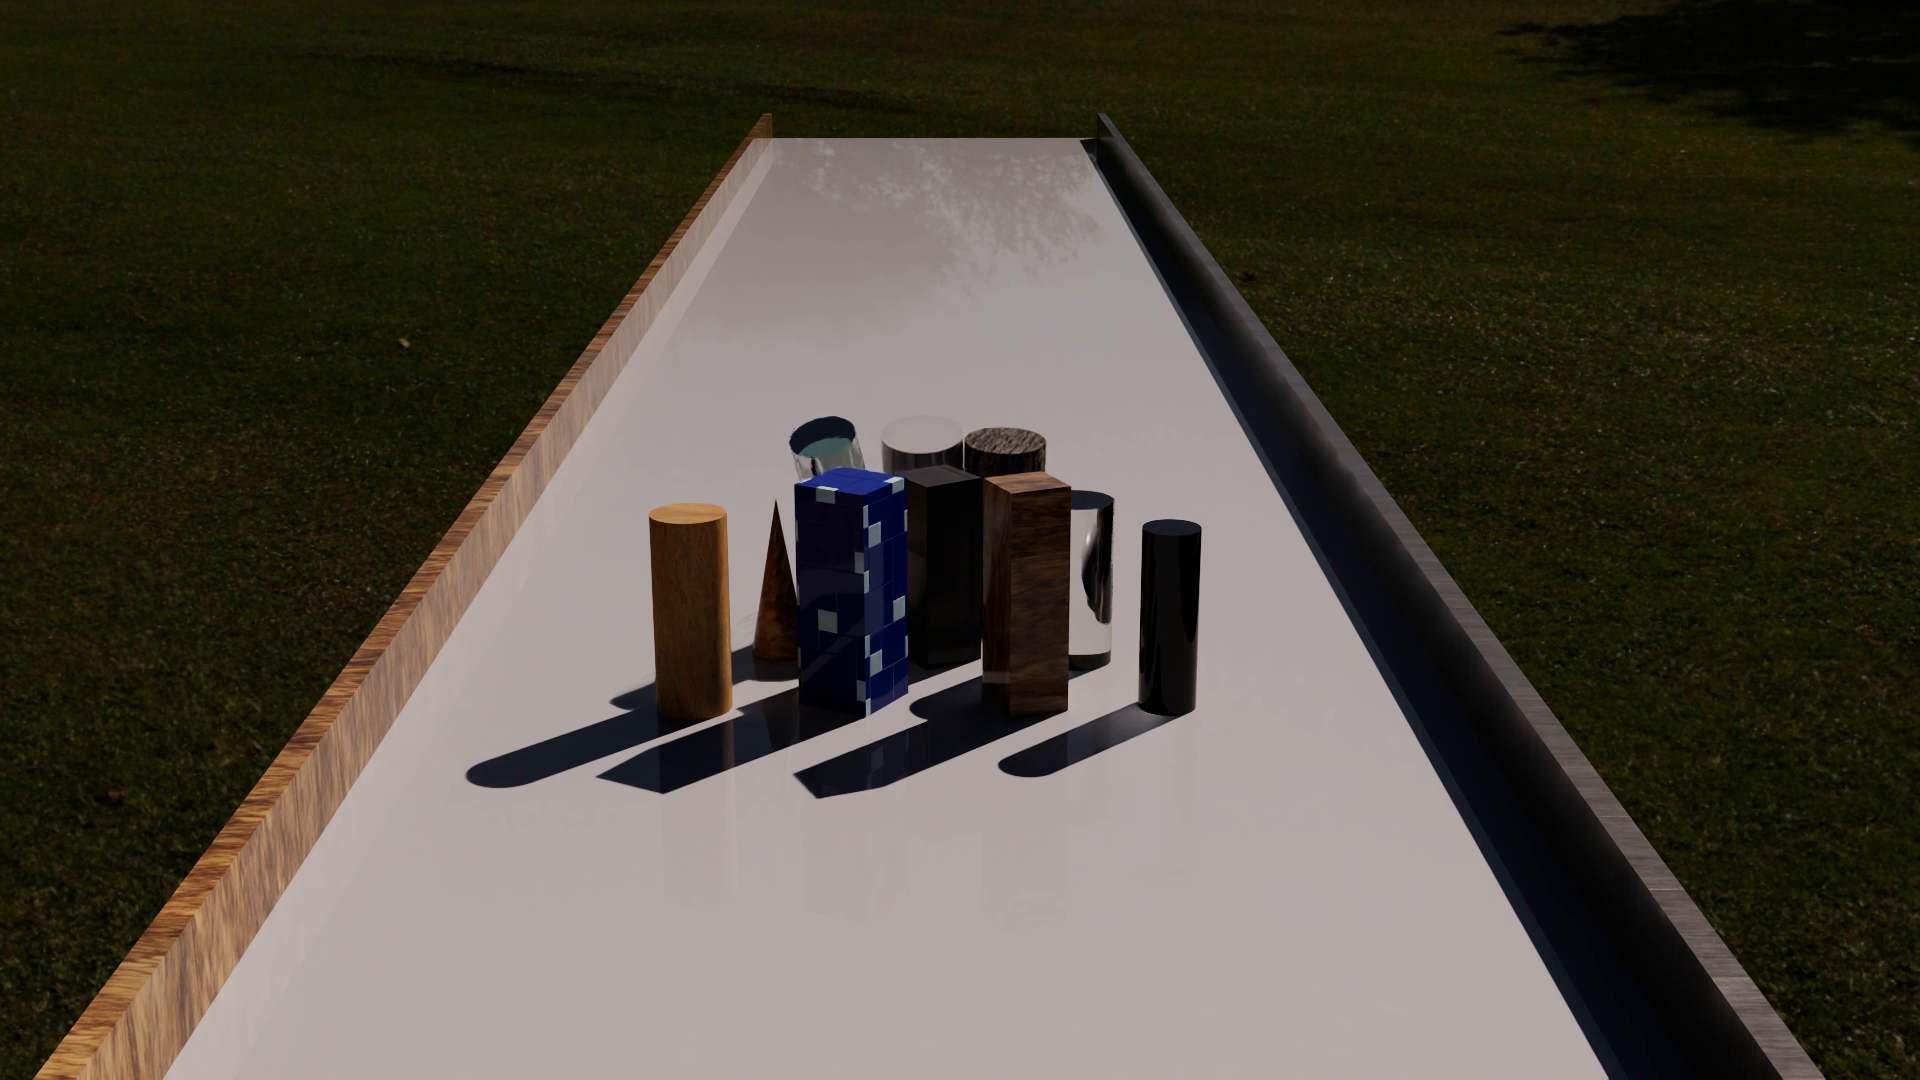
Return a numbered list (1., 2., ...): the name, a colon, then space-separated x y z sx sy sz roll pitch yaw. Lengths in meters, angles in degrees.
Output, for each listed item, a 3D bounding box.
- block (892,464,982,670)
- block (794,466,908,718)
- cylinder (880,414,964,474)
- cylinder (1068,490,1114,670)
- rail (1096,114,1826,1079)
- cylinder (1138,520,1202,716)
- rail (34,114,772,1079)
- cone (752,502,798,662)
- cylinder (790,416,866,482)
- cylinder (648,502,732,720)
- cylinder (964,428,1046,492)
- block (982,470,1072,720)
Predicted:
1. block: -0.046 0.053 4.388 0.128 0.377 0.128 -11 20 -32
2. block: -0.203 0.096 4.148 0.151 0.431 0.151 9 19 29
3. cylinder: -0.075 -0.053 4.666 0.172 0.390 0.172 -1 31 1
4. cylinder: 0.231 0.080 4.378 0.146 0.331 0.146 0 17 0
5. rail: 0.932 -0.844 7.801 0.050 0.150 12.000 0 17 -1
6. cylinder: 0.392 0.145 4.121 0.110 0.352 0.110 0 17 0
7. rail: -1.118 -0.838 7.780 0.050 0.150 12.000 0 17 -1
8. cone: -0.366 0.072 4.411 0.114 0.327 0.114 0 17 0
9. cylinder: -0.236 -0.035 4.534 0.136 0.446 0.136 -8 39 6
10. cylinder: -0.502 0.133 4.110 0.142 0.381 0.142 0 17 0
11. cylinder: 0.090 -0.027 4.616 0.169 0.386 0.169 1 22 0
12. block: 0.123 0.103 4.112 0.121 0.438 0.121 -7 18 -23
